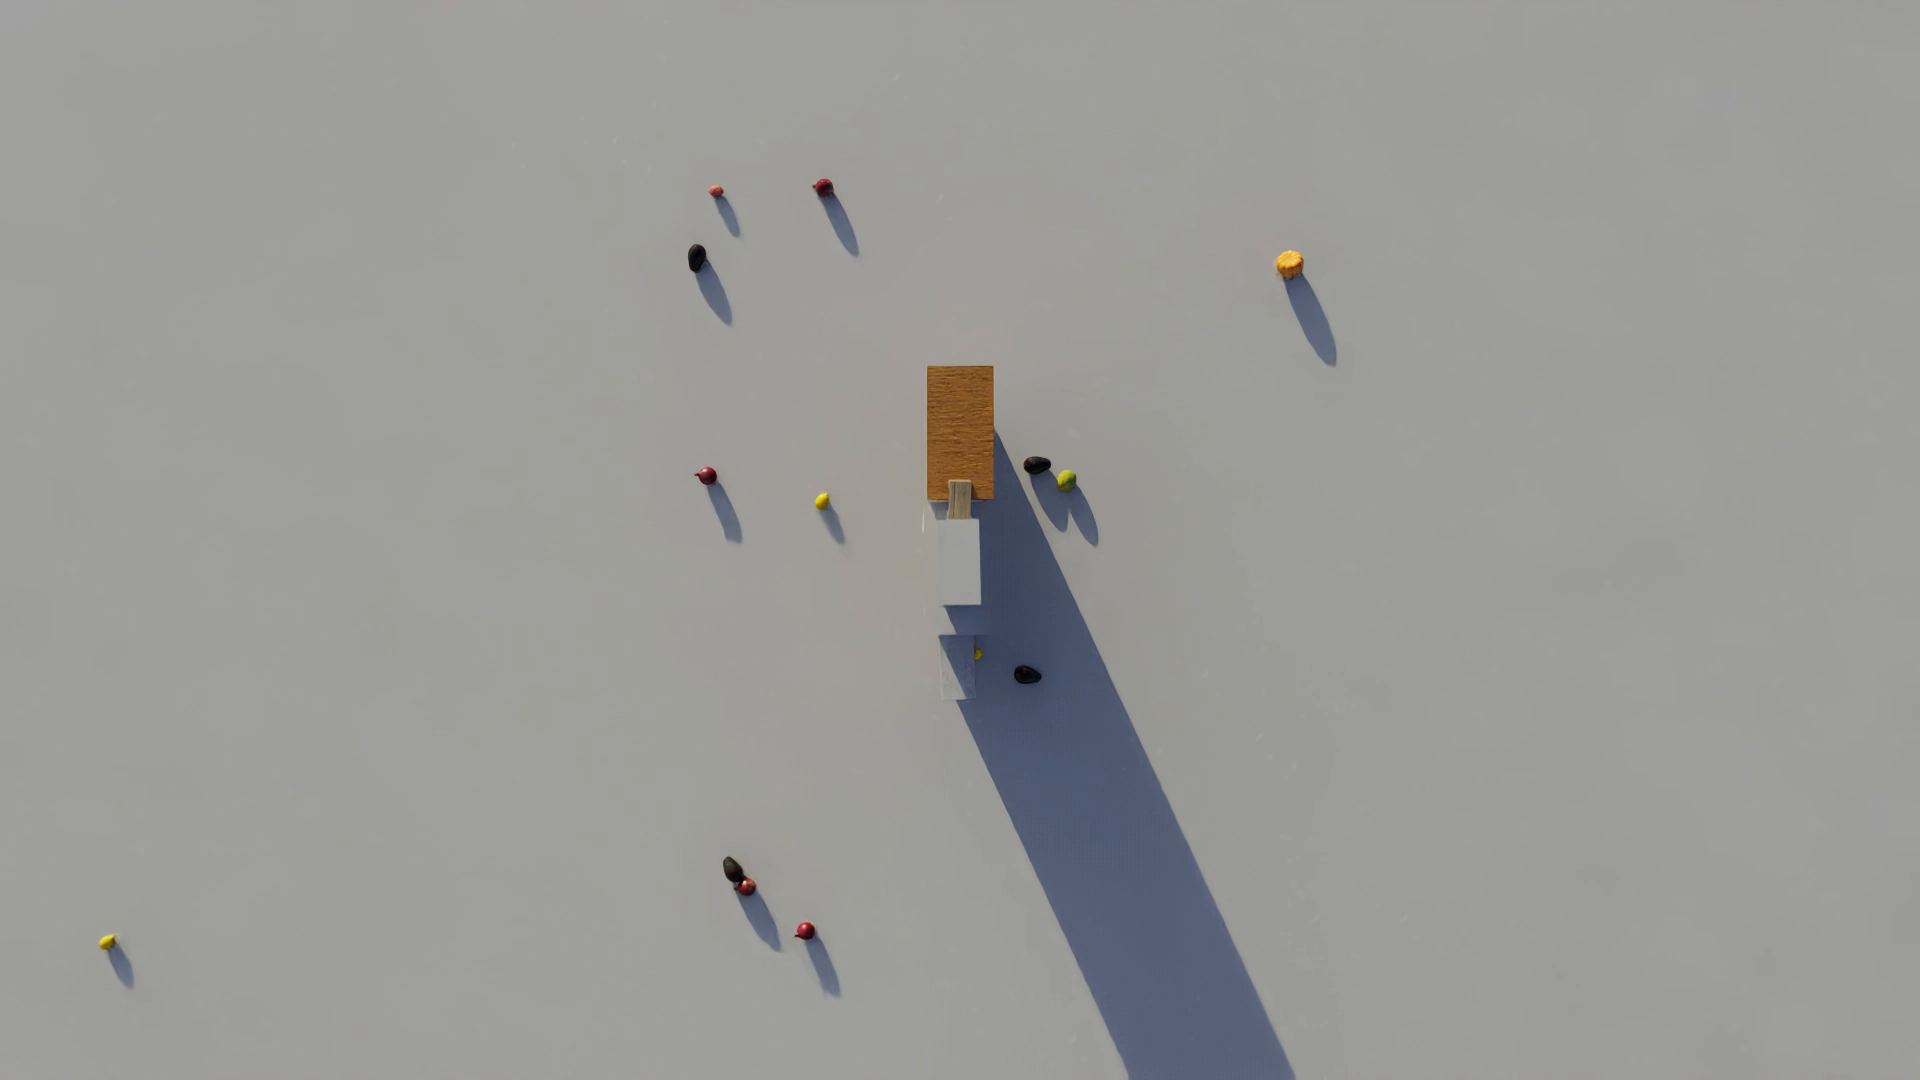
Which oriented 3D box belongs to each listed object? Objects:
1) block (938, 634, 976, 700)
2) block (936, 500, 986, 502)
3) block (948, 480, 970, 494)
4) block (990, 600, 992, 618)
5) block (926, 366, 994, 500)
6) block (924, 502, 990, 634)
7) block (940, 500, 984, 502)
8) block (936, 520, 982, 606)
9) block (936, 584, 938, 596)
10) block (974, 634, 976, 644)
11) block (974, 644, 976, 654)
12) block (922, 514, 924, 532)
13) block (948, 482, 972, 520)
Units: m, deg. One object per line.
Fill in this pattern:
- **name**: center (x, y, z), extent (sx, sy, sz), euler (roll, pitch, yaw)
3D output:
- **block**: center (-0.008, 0.365, 4.840), extent (0.102, 0.029, 0.203), euler (-3, 90, 0)
- **block**: center (0.004, -0.042, 5.171), extent (0.153, 0.043, 0.307), euler (0, 90, 0)
- **block**: center (-0.001, -0.142, 4.388), extent (0.058, 0.115, 0.016), euler (0, 103, 0)
- **block**: center (-0.004, 0.195, 4.791), extent (0.180, 0.535, 0.051), euler (-3, 89, 0)
- **block**: center (0.001, -0.291, 4.471), extent (0.180, 0.051, 0.360), euler (0, 90, 0)
- **block**: center (-0.008, 0.077, 4.498), extent (0.180, 0.051, 0.359), euler (0, 90, 0)
- **block**: center (0.002, -0.225, 4.875), extent (0.128, 0.036, 0.256), euler (-1, 90, 0)
- **block**: center (-0.003, 0.057, 4.237), extent (0.109, 0.031, 0.219), euler (-1, 90, 0)
- **block**: center (-0.005, 0.129, 4.363), extent (0.109, 0.219, 0.031), euler (-3, 90, 0)
- **block**: center (-0.006, 0.295, 4.956), extent (0.102, 0.203, 0.029), euler (-1, 90, 0)
- **block**: center (-0.004, 0.248, 5.072), extent (0.101, 0.029, 0.202), euler (-1, 90, 0)
- **block**: center (-0.013, -0.043, 4.703), extent (0.180, 0.359, 0.051), euler (2, 90, 0)
- **block**: center (-0.001, -0.095, 4.322), extent (0.058, 0.016, 0.115), euler (2, 90, 0)
